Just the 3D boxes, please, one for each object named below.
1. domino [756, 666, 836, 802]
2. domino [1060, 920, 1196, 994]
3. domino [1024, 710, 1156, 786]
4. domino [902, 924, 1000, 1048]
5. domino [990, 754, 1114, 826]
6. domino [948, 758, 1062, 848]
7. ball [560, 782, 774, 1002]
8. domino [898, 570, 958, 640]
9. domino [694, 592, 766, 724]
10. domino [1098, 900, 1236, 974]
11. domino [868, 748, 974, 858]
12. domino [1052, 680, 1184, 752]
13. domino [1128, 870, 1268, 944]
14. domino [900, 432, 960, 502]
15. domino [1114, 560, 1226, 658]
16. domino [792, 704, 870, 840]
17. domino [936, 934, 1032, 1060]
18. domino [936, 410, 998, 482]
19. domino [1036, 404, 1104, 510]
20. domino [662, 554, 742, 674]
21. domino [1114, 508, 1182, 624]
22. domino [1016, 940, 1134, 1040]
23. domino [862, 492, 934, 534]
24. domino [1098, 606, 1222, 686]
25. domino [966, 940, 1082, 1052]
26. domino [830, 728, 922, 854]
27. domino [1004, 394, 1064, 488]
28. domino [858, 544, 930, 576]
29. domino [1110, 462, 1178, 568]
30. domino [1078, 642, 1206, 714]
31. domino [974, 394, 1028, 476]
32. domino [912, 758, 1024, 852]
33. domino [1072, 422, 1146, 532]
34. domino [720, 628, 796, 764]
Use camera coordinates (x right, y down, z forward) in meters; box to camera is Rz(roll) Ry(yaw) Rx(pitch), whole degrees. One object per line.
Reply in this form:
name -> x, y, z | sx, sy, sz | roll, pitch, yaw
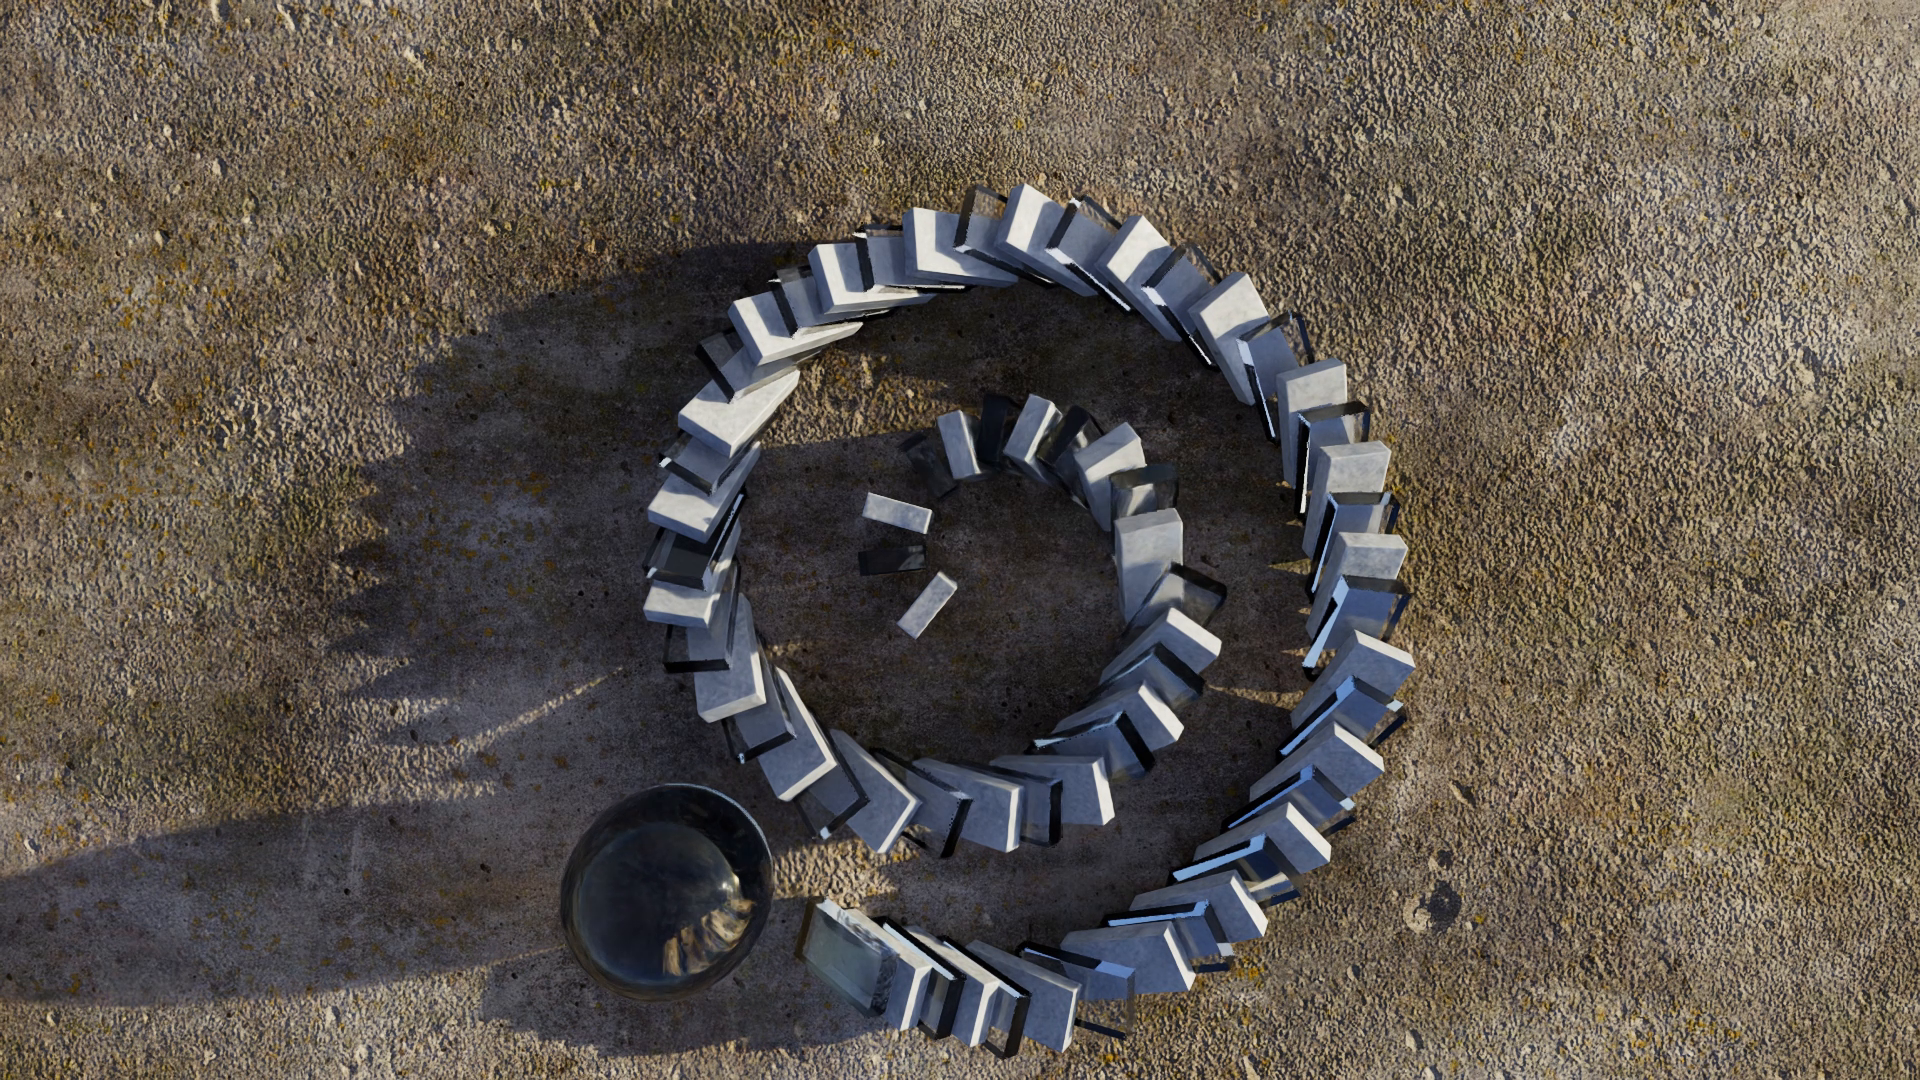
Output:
domino -> -0.075, 0.080, 0.383 | 0.025, 0.010, 0.050 | -37, 59, 0
domino -> 0.069, 0.175, 0.382 | 0.050, 0.009, 0.025 | -23, 92, 33
domino -> 0.053, 0.090, 0.380 | 0.050, 0.009, 0.025 | -29, 94, 39
domino -> -0.008, 0.183, 0.379 | 0.050, 0.010, 0.025 | 13, 89, 44
domino -> 0.037, 0.103, 0.381 | 0.050, 0.009, 0.025 | -9, 94, 36
domino -> 0.018, 0.109, 0.382 | 0.050, 0.009, 0.025 | 3, 91, 35
ball -> -0.114, 0.137, 0.360 | 0.080, 0.080, 0.080 | 0, 90, 0
domino -> -0.013, 0.025, 0.375 | 0.009, 0.050, 0.025 | 39, 90, 0
domino -> -0.098, 0.048, 0.381 | 0.025, 0.010, 0.050 | -19, 54, 1
domino -> 0.085, 0.167, 0.382 | 0.050, 0.010, 0.025 | -24, 92, 34
domino -> -0.021, 0.109, 0.382 | 0.050, 0.010, 0.025 | 20, 90, 33
domino -> 0.065, 0.079, 0.380 | 0.025, 0.010, 0.050 | 51, 130, -2
domino -> 0.099, 0.156, 0.382 | 0.050, 0.009, 0.025 | -31, 90, 34
domino -> -0.012, -0.029, 0.375 | 0.009, 0.050, 0.025 | -35, 90, 2
domino -> 0.087, 0.034, 0.382 | 0.025, 0.009, 0.050 | 25, 125, 0
domino -> -0.061, 0.096, 0.382 | 0.025, 0.009, 0.050 | -40, 59, 2
domino -> 0.005, 0.188, 0.379 | 0.050, 0.010, 0.025 | 14, 90, 44
domino -> 0.004, -0.038, 0.375 | 0.010, 0.050, 0.025 | -16, 90, 11
domino -> 0.050, -0.033, 0.376 | 0.009, 0.050, 0.025 | 38, 90, 30
domino -> -0.107, 0.030, 0.382 | 0.025, 0.010, 0.050 | -4, 55, 0
domino -> 0.079, 0.011, 0.381 | 0.025, 0.009, 0.050 | -12, 129, 0
domino -> 0.047, 0.188, 0.383 | 0.050, 0.010, 0.025 | 1, 90, 30
domino -> -0.024, -0.010, 0.375 | 0.025, 0.050, 0.010 | 16, 90, 0
domino -> 0.082, 0.051, 0.380 | 0.025, 0.010, 0.050 | 35, 131, -1
domino -> 0.024, 0.190, 0.384 | 0.050, 0.010, 0.025 | 11, 90, 28
domino -> -0.042, 0.104, 0.383 | 0.050, 0.009, 0.025 | 34, 90, 32
domino -> 0.034, -0.039, 0.375 | 0.009, 0.050, 0.025 | 25, 90, 22
domino -> -0.026, 0.008, 0.375 | 0.025, 0.050, 0.010 | -6, 90, 0
domino -> 0.076, -0.009, 0.378 | 0.025, 0.050, 0.009 | -12, 48, 0
domino -> 0.074, 0.065, 0.380 | 0.025, 0.010, 0.050 | 41, 131, -2
domino -> 0.019, -0.042, 0.375 | 0.009, 0.050, 0.025 | 9, 90, 17
domino -> 0.002, 0.109, 0.381 | 0.050, 0.009, 0.025 | 7, 94, 35
domino -> 0.064, -0.025, 0.377 | 0.025, 0.050, 0.009 | -32, 56, 0
domino -> -0.088, 0.065, 0.383 | 0.025, 0.009, 0.050 | -26, 59, 0
